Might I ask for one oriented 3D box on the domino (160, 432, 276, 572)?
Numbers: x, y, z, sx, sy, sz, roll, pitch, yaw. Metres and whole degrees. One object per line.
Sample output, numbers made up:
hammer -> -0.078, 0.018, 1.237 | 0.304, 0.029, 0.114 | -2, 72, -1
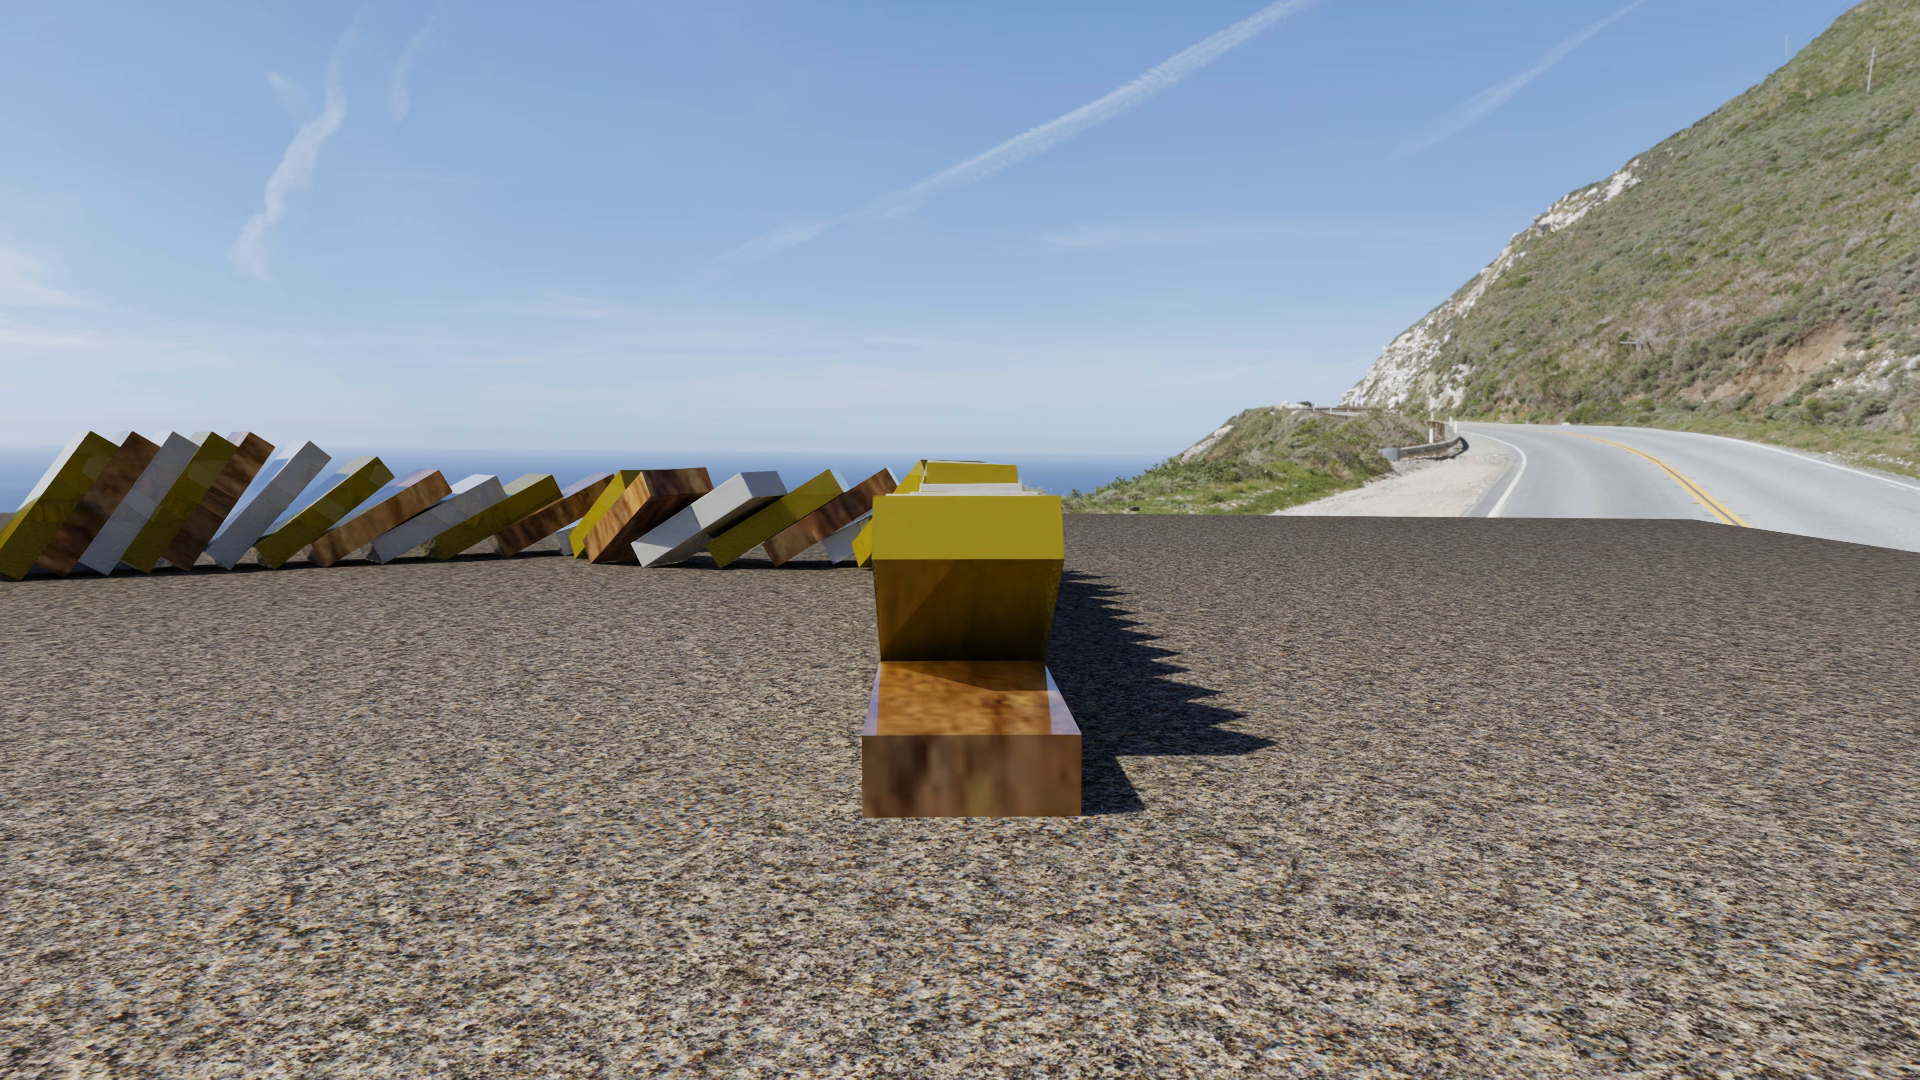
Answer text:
domino -> -0.259, -0.014, 0.444 | 0.025, 0.050, 0.009 | 5, -28, 48

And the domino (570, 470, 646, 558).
domino -> -0.121, -0.009, 0.468 | 0.025, 0.009, 0.050 | -4, -25, -41

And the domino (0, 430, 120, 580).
domino -> -0.293, -0.012, 0.412 | 0.025, 0.050, 0.010 | 5, -28, 48

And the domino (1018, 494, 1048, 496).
domino -> 0.001, 0.008, 0.228 | 0.025, 0.009, 0.050 | 0, -27, -2

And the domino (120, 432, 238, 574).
domino -> -0.268, -0.014, 0.436 | 0.025, 0.050, 0.009 | 5, -28, 48

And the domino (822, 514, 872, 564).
domino -> -0.024, -0.008, 0.454 | 0.050, 0.009, 0.025 | -27, 4, -3

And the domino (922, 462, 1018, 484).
domino -> 0.000, -0.004, 0.370 | 0.025, 0.009, 0.050 | 1, -31, -7

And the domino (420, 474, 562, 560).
domino -> -0.180, -0.010, 0.491 | 0.050, 0.010, 0.025 | -35, 24, -32

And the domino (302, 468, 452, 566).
domino -> -0.212, -0.009, 0.463 | 0.050, 0.009, 0.025 | -39, 26, -30

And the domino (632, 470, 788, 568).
domino -> -0.087, -0.007, 0.445 | 0.050, 0.009, 0.025 | -30, -7, 20

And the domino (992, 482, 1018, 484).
domino -> 0.001, 0.000, 0.353 | 0.025, 0.010, 0.050 | 0, -24, -5

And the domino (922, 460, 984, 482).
domino -> -0.001, -0.005, 0.386 | 0.025, 0.009, 0.050 | 2, -31, -11

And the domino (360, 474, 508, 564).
domino -> -0.197, -0.009, 0.477 | 0.050, 0.009, 0.025 | -35, 24, -32

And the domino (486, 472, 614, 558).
domino -> -0.158, -0.010, 0.499 | 0.050, 0.010, 0.025 | -32, 19, -25

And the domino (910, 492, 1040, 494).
domino -> 0.002, 0.005, 0.269 | 0.025, 0.009, 0.050 | 0, -24, -2

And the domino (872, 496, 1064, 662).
domino -> 0.001, 0.010, 0.190 | 0.025, 0.010, 0.050 | 0, -28, -1

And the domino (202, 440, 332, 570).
domino -> -0.244, -0.013, 0.449 | 0.025, 0.050, 0.009 | 5, -35, 51

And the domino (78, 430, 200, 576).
domino -> -0.276, -0.013, 0.428 | 0.025, 0.050, 0.009 | 5, -28, 48

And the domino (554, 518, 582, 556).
domino -> -0.134, -0.008, 0.505 | 0.050, 0.009, 0.025 | -21, 11, -19

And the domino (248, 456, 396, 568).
domino -> -0.227, -0.011, 0.454 | 0.025, 0.009, 0.050 | 5, 44, 51

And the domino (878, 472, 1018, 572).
domino -> -0.004, -0.006, 0.410 | 0.025, 0.009, 0.050 | -3, -27, -33

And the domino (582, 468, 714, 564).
domino -> -0.110, -0.008, 0.449 | 0.025, 0.010, 0.050 | -8, -22, -44

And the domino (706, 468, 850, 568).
domino -> -0.063, -0.008, 0.450 | 0.050, 0.009, 0.025 | -31, 3, 3

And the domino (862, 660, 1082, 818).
domino -> 0.001, 0.025, 0.171 | 0.025, 0.009, 0.050 | 0, 4, -1

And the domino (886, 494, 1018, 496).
domino -> 0.001, 0.009, 0.209 | 0.025, 0.009, 0.050 | 0, -28, -2

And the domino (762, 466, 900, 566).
domino -> -0.044, -0.009, 0.450 | 0.050, 0.009, 0.025 | -31, 4, 1

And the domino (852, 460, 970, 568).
domino -> -0.013, -0.008, 0.424 | 0.025, 0.010, 0.050 | -1, -32, -36

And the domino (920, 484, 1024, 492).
domino -> 0.002, 0.001, 0.332 | 0.025, 0.010, 0.050 | -1, -24, -3

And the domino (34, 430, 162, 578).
domino -> -0.284, -0.012, 0.420 | 0.025, 0.050, 0.010 | 5, -28, 48
